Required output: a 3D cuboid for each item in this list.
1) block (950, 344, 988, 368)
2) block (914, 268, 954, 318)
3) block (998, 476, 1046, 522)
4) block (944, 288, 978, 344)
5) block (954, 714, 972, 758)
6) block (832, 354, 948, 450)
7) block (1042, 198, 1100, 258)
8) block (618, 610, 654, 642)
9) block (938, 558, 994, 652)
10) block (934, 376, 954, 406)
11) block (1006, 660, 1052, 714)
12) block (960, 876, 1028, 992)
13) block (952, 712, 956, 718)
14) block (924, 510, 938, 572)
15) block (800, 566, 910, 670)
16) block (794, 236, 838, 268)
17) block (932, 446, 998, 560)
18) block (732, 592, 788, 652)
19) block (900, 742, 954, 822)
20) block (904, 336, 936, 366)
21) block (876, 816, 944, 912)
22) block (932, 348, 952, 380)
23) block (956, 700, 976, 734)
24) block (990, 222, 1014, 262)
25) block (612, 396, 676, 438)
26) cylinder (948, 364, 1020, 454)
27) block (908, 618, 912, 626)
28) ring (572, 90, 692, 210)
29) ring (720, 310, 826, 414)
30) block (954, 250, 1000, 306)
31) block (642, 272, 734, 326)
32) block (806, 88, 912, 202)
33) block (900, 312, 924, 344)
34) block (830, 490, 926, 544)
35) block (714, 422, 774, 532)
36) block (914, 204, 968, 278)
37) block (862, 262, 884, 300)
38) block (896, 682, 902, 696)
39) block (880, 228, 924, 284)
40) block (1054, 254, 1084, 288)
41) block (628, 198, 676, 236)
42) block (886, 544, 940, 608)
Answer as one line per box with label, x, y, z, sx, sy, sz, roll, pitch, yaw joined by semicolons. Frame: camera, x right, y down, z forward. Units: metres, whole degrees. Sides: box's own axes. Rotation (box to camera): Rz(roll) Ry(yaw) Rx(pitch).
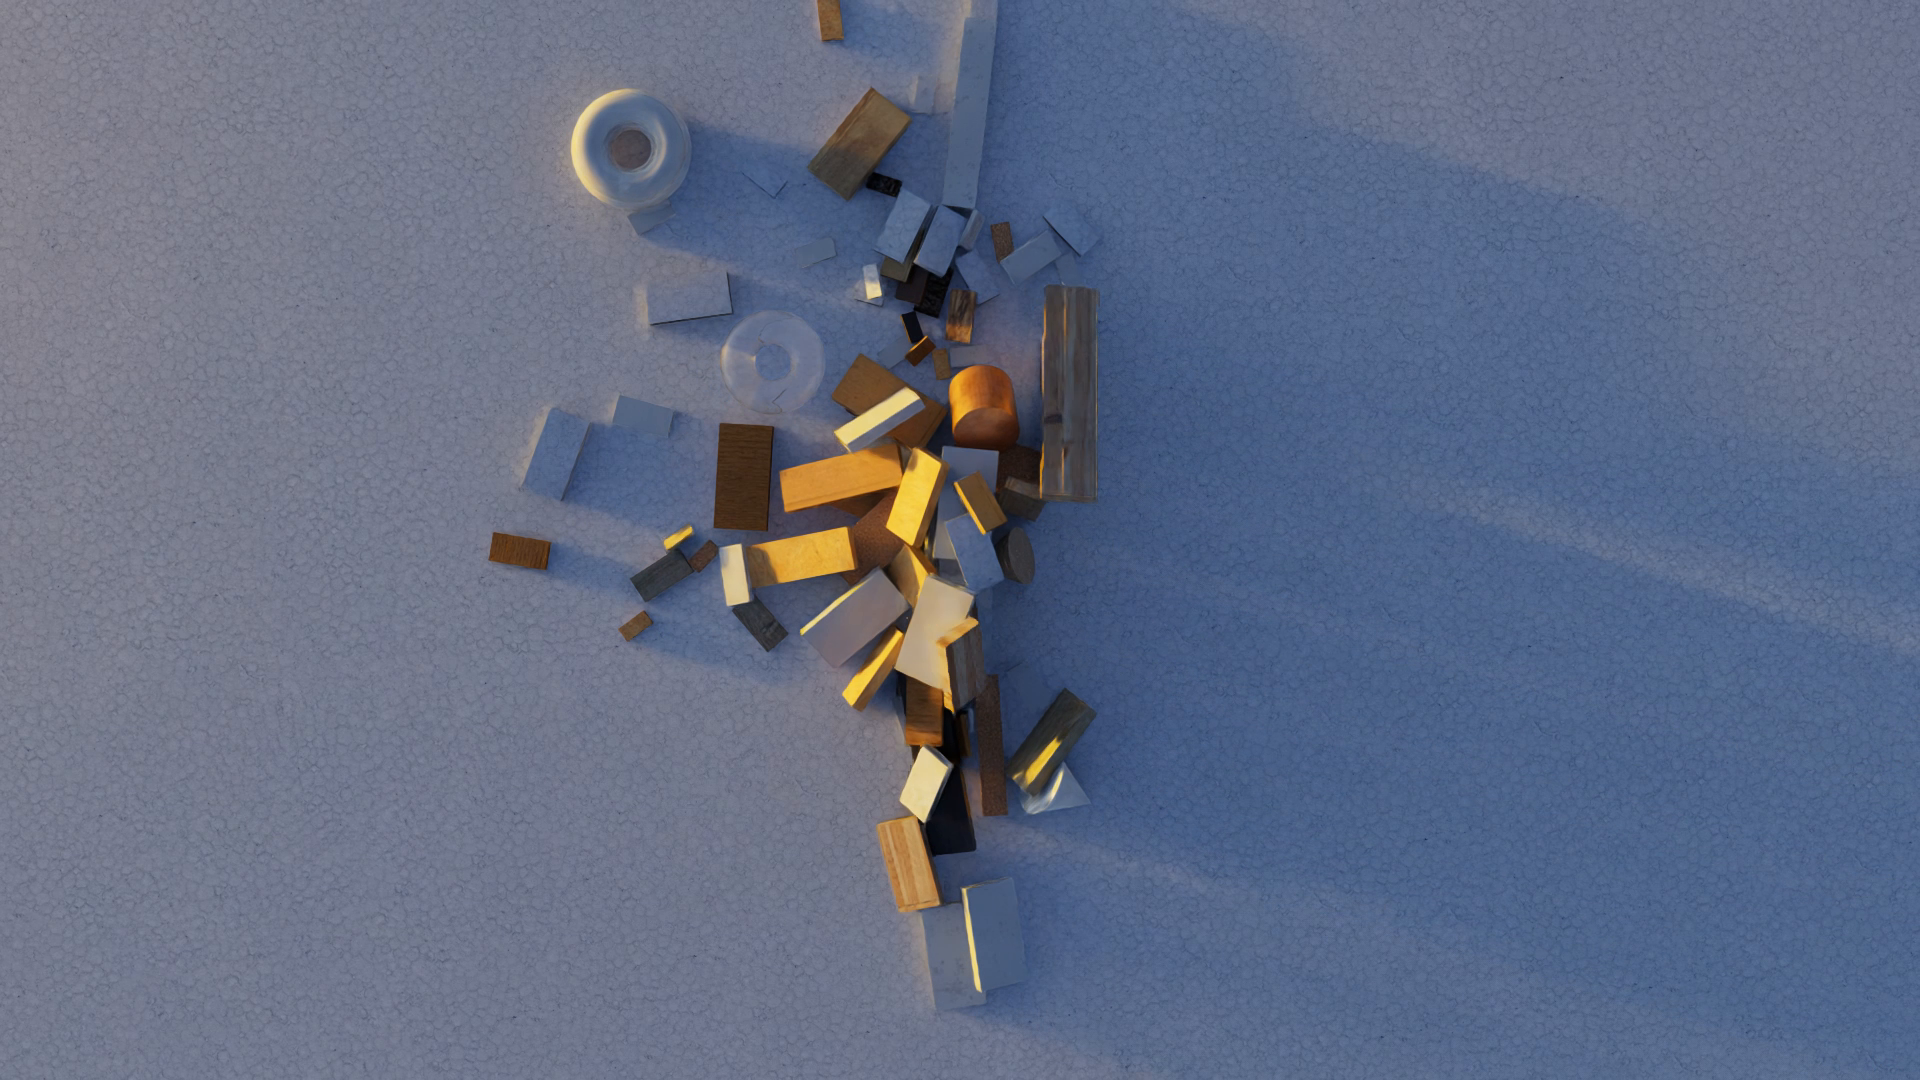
block;0.029;-0.612;5.491;0.125;0.018;0.063;-6;90;0
block;-0.088;-0.832;5.488;0.085;0.024;0.170;19;90;0
block;0.202;-0.131;5.358;0.141;0.282;0.040;21;77;0
block;0.004;-0.743;5.473;0.085;0.024;0.170;8;94;12
block;-0.003;0.648;5.463;0.020;0.071;0.142;-13;93;-41
block;-0.232;-0.448;5.458;0.348;0.049;0.174;33;83;0
block;0.371;-1.040;5.487;0.092;0.026;0.185;-43;90;0
block;-1.080;0.286;5.493;0.104;0.015;0.052;-36;90;0
block;0.015;0.193;5.411;0.179;0.051;0.357;0;109;-4
block;-0.020;-0.507;5.491;0.125;0.018;0.063;-33;90;0
block;0.230;0.489;5.488;0.082;0.023;0.165;-31;90;0
block;0.115;1.300;5.448;0.170;0.048;0.340;-9;90;-20
block;-0.041;0.516;5.464;0.020;0.071;0.142;3;93;-40
block;-0.022;0.009;5.402;0.179;0.051;0.357;3;109;-11
block;-0.341;0.256;5.433;0.337;0.048;0.168;-40;111;5
block;-0.480;-0.957;5.491;0.131;0.019;0.066;-19;90;0
block;0.018;-0.115;5.293;0.179;0.051;0.357;5;92;-6
block;-0.664;0.274;5.487;0.092;0.026;0.184;-41;90;0
block;-0.110;0.794;5.389;0.120;0.034;0.239;38;122;28
block;-0.132;-0.627;5.479;0.099;0.014;0.050;-43;121;3
block;-0.164;1.071;5.457;0.149;0.042;0.298;-15;90;18
block;-0.061;-0.585;5.493;0.049;0.014;0.099;-10;90;0
block;0.013;0.566;5.457;0.020;0.071;0.142;-13;101;-41
block;0.143;-0.992;5.491;0.063;0.018;0.125;-11;90;0
block;-1.052;-0.411;5.487;0.189;0.027;0.095;15;90;0
cylinder;0.077;-0.417;5.349;0.213;0.213;0.213;-3;135;-3
block;-0.138;0.344;5.450;0.080;0.023;0.160;7;99;7
ring;-1.083;-1.288;5.436;0.395;0.132;0.395;0;91;-1
ring;-0.618;-0.587;5.443;0.349;0.116;0.349;0;90;-1
block;0.056;-0.874;5.488;0.085;0.024;0.170;-27;90;0
block;-0.902;-0.803;5.480;0.279;0.040;0.140;-8;90;0
block;-0.333;-1.311;5.468;0.171;0.048;0.341;39;90;6
block;-0.158;-0.707;5.480;0.050;0.014;0.099;-17;84;-20
block;-0.247;-0.133;5.475;0.348;0.049;0.174;23;90;0
block;-0.718;-0.208;5.475;0.174;0.049;0.348;3;90;0
block;-0.064;-0.987;5.440;0.109;0.031;0.219;26;73;-17
block;-0.286;-0.856;5.453;0.055;0.016;0.110;-9;90;31
block;-0.175;0.457;5.478;0.061;0.017;0.122;3;79;4
block;-0.191;-0.952;5.456;0.093;0.026;0.185;19;90;6
block;0.364;-0.885;5.491;0.063;0.018;0.125;-20;90;0
block;-1.025;-1.081;5.490;0.147;0.021;0.073;-30;90;0
block;-0.116;0.161;5.376;0.287;0.041;0.144;53;130;17
